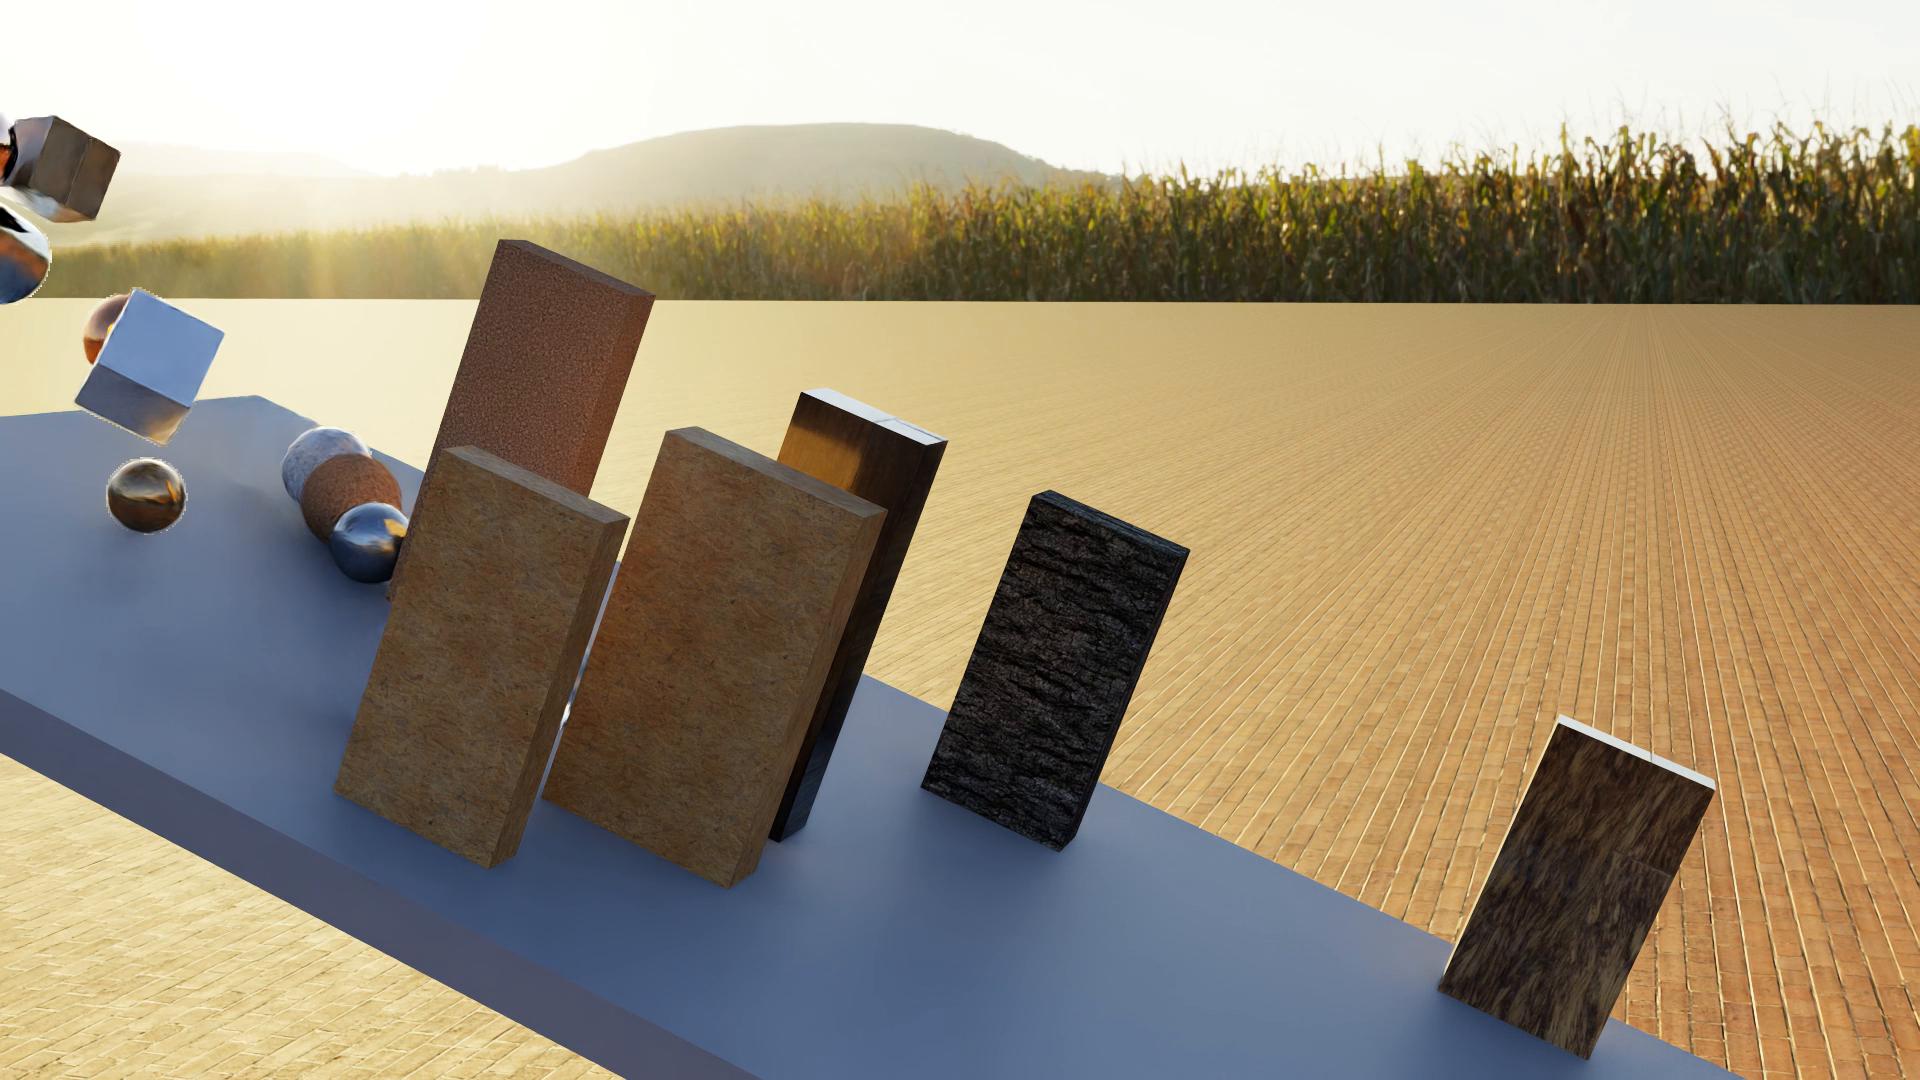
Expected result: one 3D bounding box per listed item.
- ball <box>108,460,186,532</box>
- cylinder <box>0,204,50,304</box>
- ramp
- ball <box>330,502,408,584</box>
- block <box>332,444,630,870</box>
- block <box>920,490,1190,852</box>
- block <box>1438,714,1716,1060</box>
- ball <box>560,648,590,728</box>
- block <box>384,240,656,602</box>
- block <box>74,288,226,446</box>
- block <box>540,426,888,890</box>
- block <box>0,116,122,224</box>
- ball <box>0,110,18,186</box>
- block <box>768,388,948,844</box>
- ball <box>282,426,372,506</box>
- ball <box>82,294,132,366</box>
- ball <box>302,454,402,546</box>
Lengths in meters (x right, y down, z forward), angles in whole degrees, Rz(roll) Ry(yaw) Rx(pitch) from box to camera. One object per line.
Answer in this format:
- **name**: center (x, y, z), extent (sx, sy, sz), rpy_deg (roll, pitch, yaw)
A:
- **ball**: center (-1.611, -0.087, 4.355), extent (0.145, 0.145, 0.145), rpy_deg (0, 7, 0)
- **cylinder**: center (-1.902, -0.572, 4.276), extent (0.178, 0.178, 0.178), rpy_deg (1, -14, 8)
- **ramp**: center (-0.318, 0.572, 4.202), extent (4.000, 0.100, 2.000), rpy_deg (24, 13, 13)
- **ball**: center (-1.212, 0.006, 4.539), extent (0.170, 0.170, 0.170), rpy_deg (0, 7, 0)
- **block**: center (-0.765, 0.185, 3.501), extent (0.298, 0.600, 0.091), rpy_deg (24, 13, 13)
- **block**: center (0.195, 0.268, 4.539), extent (0.320, 0.663, 0.139), rpy_deg (24, 13, 13)
- **block**: center (1.250, 0.706, 4.476), extent (0.325, 0.618, 0.091), rpy_deg (24, 13, 13)
- **ball**: center (-0.747, 0.276, 4.160), extent (0.162, 0.162, 0.162), rpy_deg (0, 7, 0)
- **block**: center (-0.890, -0.182, 4.433), extent (0.306, 0.782, 0.110), rpy_deg (24, 13, 13)
- **block**: center (-1.589, -0.338, 4.313), extent (0.186, 0.186, 0.186), rpy_deg (28, -35, -23)
- **block**: center (-0.426, 0.199, 3.773), extent (0.375, 0.692, 0.125), rpy_deg (24, 13, 13)
- **block**: center (-1.756, -0.717, 4.265), extent (0.149, 0.149, 0.149), rpy_deg (5, -18, 38)
- **ball**: center (-1.870, -0.739, 4.117), extent (0.197, 0.197, 0.197), rpy_deg (0, 7, 0)
- **block**: center (-0.287, 0.137, 4.028), extent (0.251, 0.789, 0.132), rpy_deg (24, 13, 13)
- **ball**: center (-1.392, -0.152, 4.845), extent (0.195, 0.195, 0.195), rpy_deg (0, 7, 0)
- **ball**: center (-1.829, -0.440, 4.865), extent (0.208, 0.208, 0.208), rpy_deg (0, 7, 0)
- **ball**: center (-1.295, -0.080, 4.685), extent (0.208, 0.208, 0.208), rpy_deg (0, 7, 0)
